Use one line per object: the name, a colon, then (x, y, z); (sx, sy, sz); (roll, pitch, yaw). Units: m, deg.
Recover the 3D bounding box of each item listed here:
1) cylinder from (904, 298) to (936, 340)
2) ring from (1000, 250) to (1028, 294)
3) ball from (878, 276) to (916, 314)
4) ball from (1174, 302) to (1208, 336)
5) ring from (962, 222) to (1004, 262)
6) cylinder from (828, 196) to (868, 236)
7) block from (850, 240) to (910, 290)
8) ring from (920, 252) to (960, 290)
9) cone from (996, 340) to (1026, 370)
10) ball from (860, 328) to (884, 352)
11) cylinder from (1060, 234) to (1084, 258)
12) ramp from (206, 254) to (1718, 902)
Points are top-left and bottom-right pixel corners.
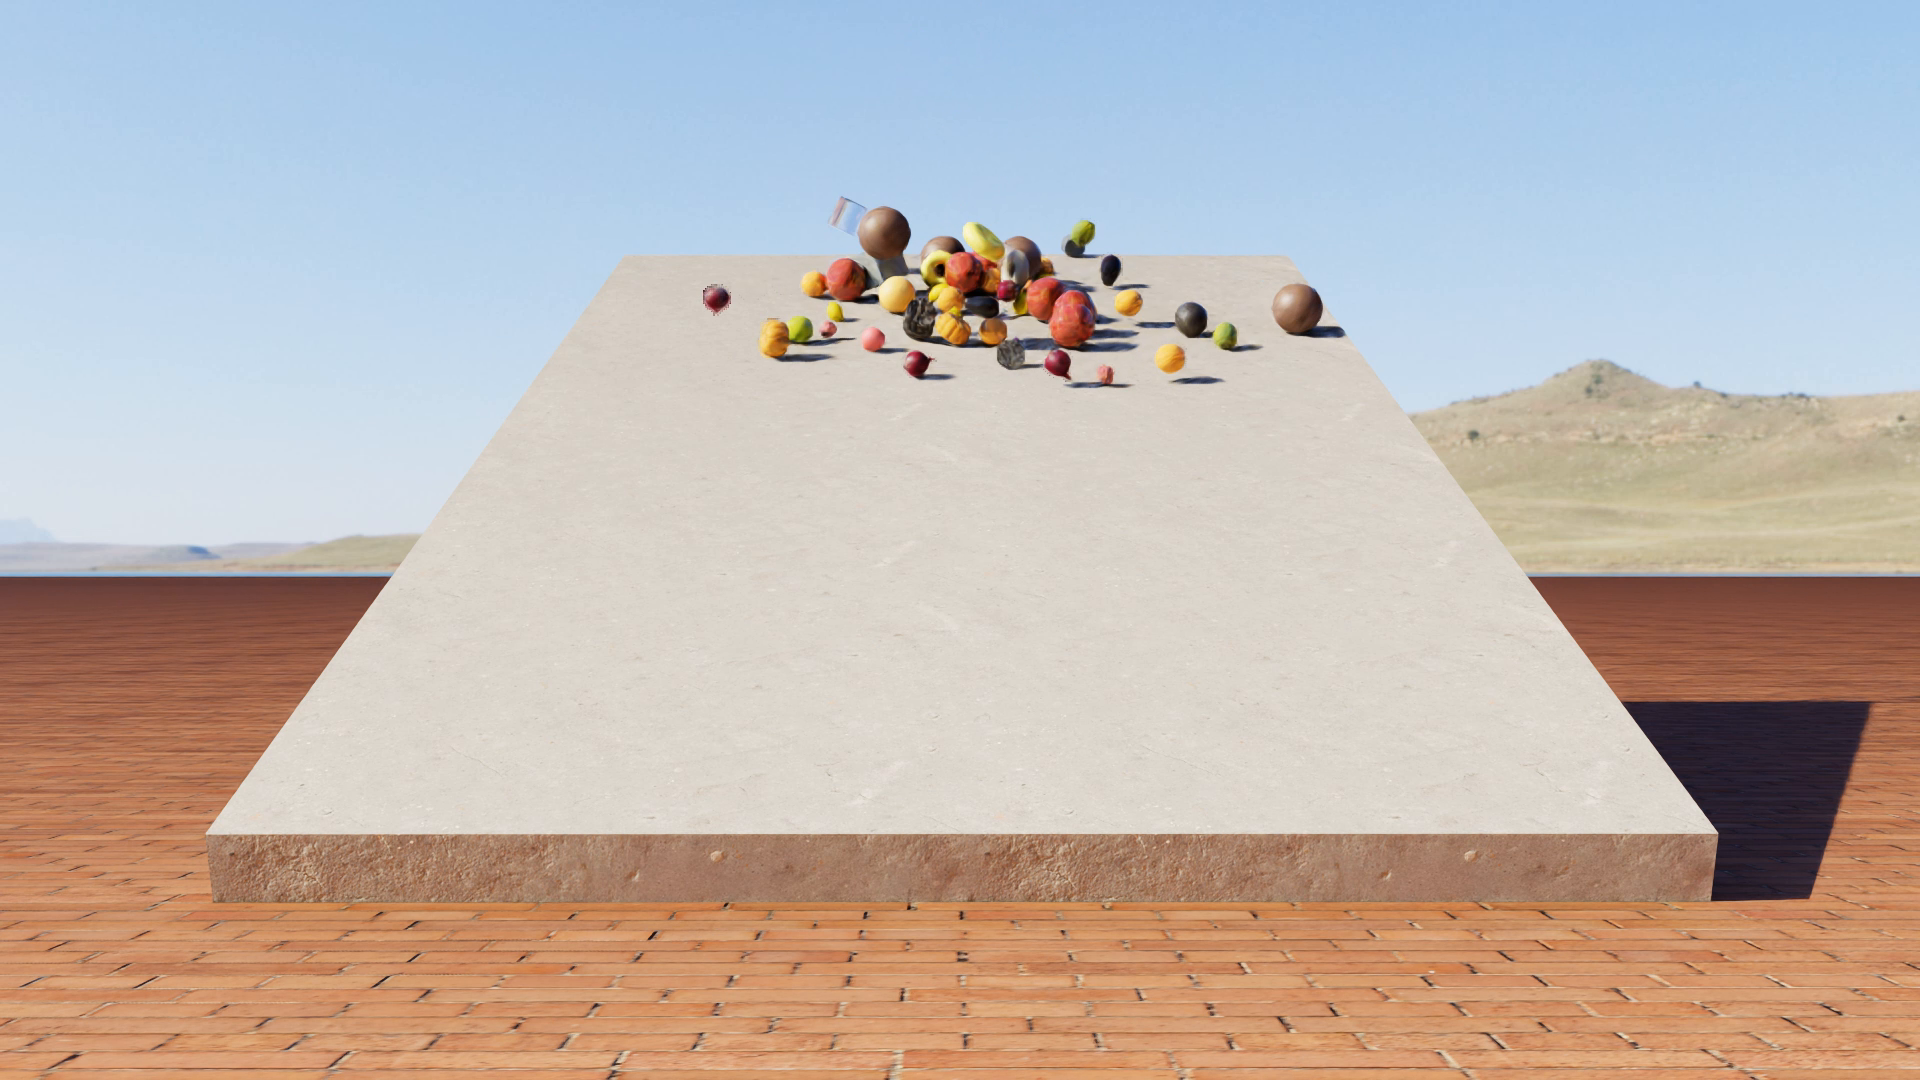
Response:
cylinder: (-0.101, -0.556, 5.656); (0.077, 0.077, 0.077); (0, -23, -7)
ring: (0.147, -0.719, 6.010); (0.040, 0.120, 0.120); (7, -4, -26)
ball: (-0.169, -0.654, 5.972); (0.098, 0.098, 0.098); (0, -1, 0)
ball: (0.590, -0.564, 5.721); (0.087, 0.087, 0.087); (0, -1, 0)
ring: (0.063, -0.791, 5.936); (0.044, 0.132, 0.132); (-48, -23, 22)
cylinder: (-0.325, -0.930, 6.440); (0.088, 0.088, 0.088); (25, 3, -1)
block: (-0.220, -0.755, 6.167); (0.098, 0.098, 0.098); (-29, 13, -38)
ring: (-0.055, -0.752, 6.256); (0.110, 0.110, 0.037); (0, 13, -2)
cone: (0.111, -0.439, 5.422); (0.074, 0.074, 0.074); (0, -9, -18)
ball: (-0.217, -0.498, 5.560); (0.060, 0.060, 0.060); (0, -1, 0)
cylinder: (0.339, -0.885, 6.737); (0.061, 0.061, 0.061); (0, 18, -10)
ramp: (-0.004, -0.189, 4.875); (2.000, 0.100, 4.000); (0, 18, 0)
